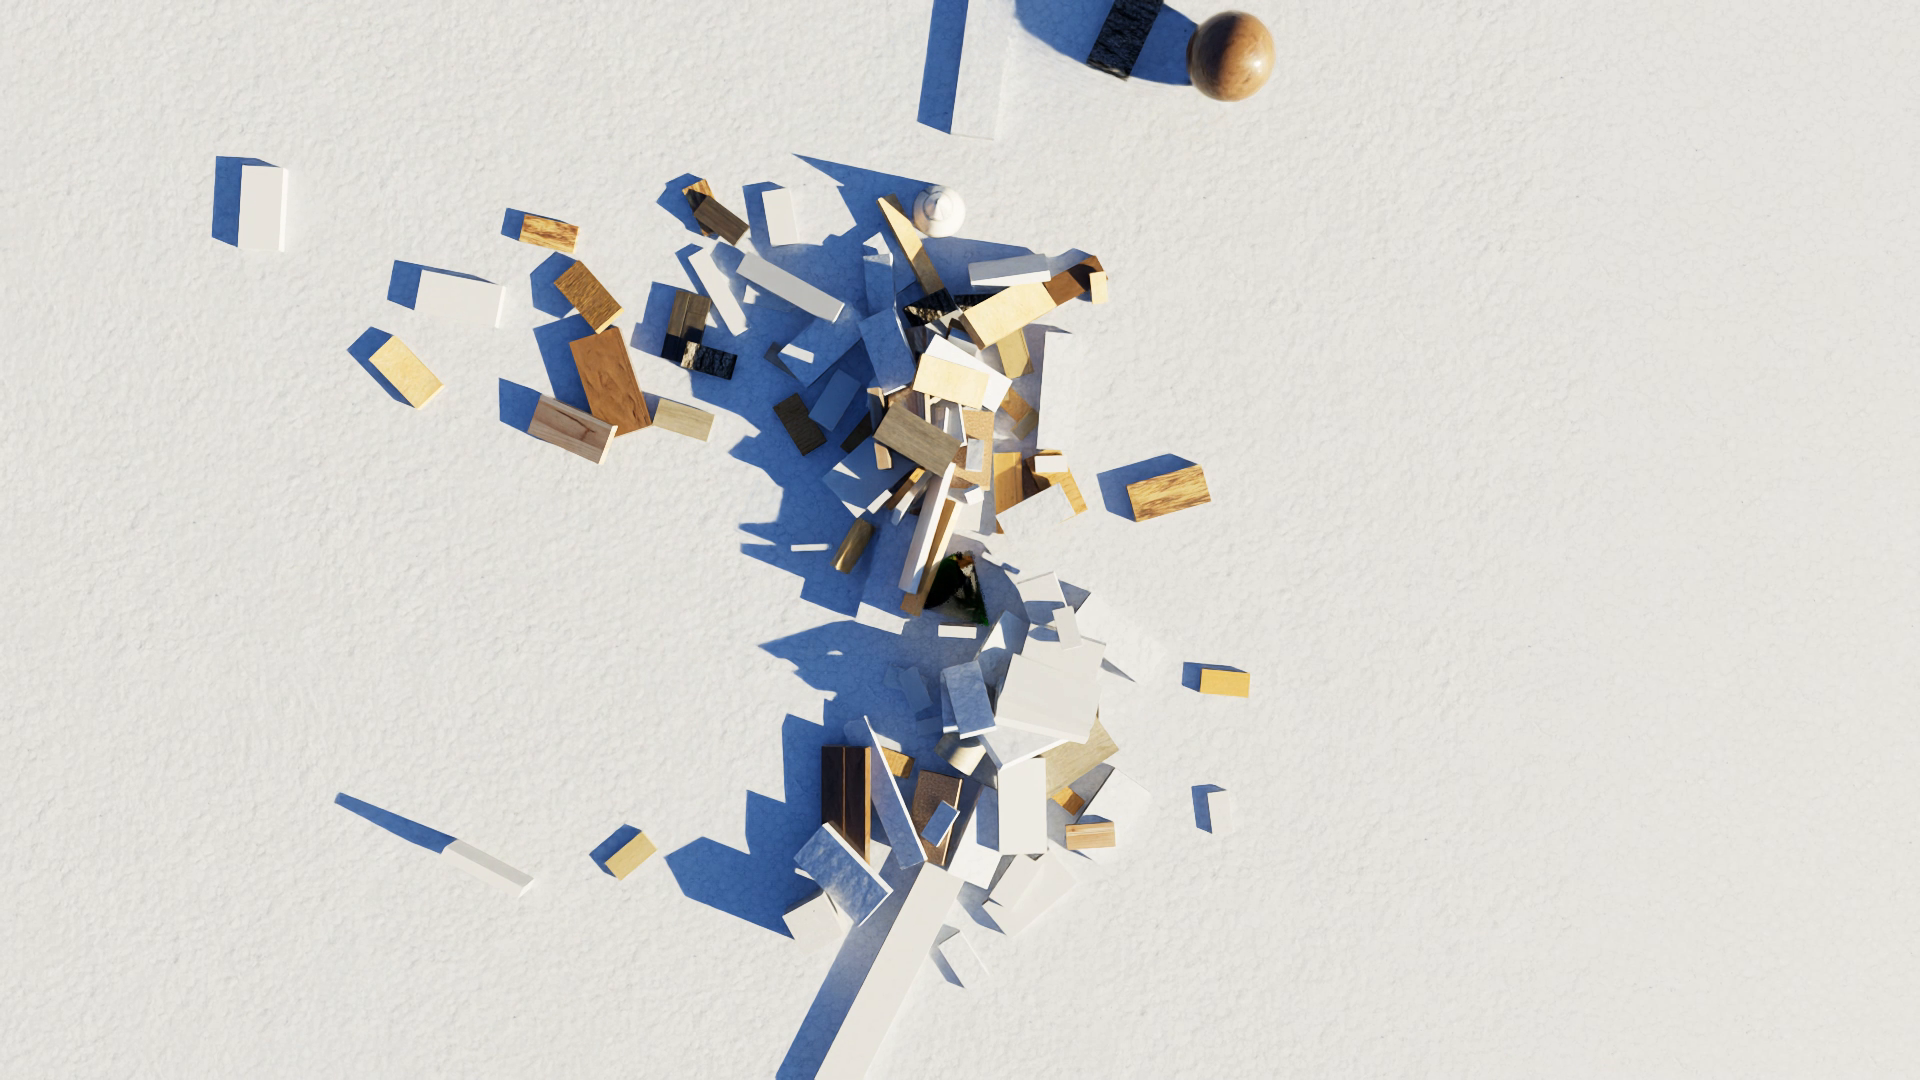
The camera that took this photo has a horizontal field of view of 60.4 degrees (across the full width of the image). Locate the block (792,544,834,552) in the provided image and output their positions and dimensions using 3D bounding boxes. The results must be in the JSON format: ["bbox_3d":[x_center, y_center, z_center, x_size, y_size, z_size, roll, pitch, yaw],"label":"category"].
[{"bbox_3d":[-0.488,0.024,5.466,0.134,0.067,0.019,-2,90,0],"label":"block"}]

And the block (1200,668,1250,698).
[{"bbox_3d":[0.881,0.476,5.489,0.160,0.023,0.080,5,90,0],"label":"block"}]

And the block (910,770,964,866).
[{"bbox_3d":[-0.090,0.916,5.450,0.144,0.041,0.287,11,86,18],"label":"block"}]

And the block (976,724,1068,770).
[{"bbox_3d":[0.214,0.632,5.368,0.293,0.042,0.147,-19,62,-30],"label":"block"}]

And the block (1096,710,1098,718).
[{"bbox_3d":[0.392,0.581,5.490,0.139,0.020,0.069,0,91,0],"label":"block"}]

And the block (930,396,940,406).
[{"bbox_3d":[-0.062,-0.518,5.418,0.184,0.026,0.092,-38,52,-10],"label":"block"}]

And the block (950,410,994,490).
[{"bbox_3d":[0.039,-0.296,5.406,0.131,0.037,0.262,4,72,-1],"label":"block"}]

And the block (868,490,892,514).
[{"bbox_3d":[-0.260,-0.125,5.414,0.086,0.171,0.024,-43,90,0],"label":"block"}]

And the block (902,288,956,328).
[{"bbox_3d":[-0.100,-0.764,5.452,0.161,0.023,0.081,-23,110,18],"label":"block"}]

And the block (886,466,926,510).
[{"bbox_3d":[-0.174,-0.175,5.384,0.026,0.182,0.091,40,48,-3],"label":"block"}]

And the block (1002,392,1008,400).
[{"bbox_3d":[0.092,-0.494,5.475,0.136,0.019,0.068,-4,81,9],"label":"block"}]

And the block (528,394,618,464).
[{"bbox_3d":[-1.281,-0.366,5.449,0.273,0.039,0.136,24,98,9],"label":"block"}]

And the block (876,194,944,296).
[{"bbox_3d":[-0.162,-0.975,5.474,0.070,0.020,0.369,-28,90,-31],"label":"block"}]

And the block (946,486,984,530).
[{"bbox_3d":[0.014,-0.168,5.444,0.131,0.037,0.262,7,90,0],"label":"block"}]

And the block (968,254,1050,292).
[{"bbox_3d":[0.161,-0.883,5.437,0.258,0.129,0.037,-8,126,0],"label":"block"}]

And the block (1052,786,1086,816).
[{"bbox_3d":[0.350,0.854,5.491,0.123,0.017,0.062,40,90,0],"label":"block"}]

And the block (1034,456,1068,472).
[{"bbox_3d":[0.301,-0.251,5.451,0.106,0.015,0.053,-2,87,-8],"label":"block"}]

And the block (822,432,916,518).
[{"bbox_3d":[-0.267,-0.252,5.427,0.345,0.049,0.172,-42,90,0],"label":"block"}]

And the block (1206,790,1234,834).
[{"bbox_3d":[0.865,0.906,5.490,0.069,0.020,0.139,-7,90,0],"label":"block"}]

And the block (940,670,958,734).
[{"bbox_3d":[0.000,0.524,5.404,0.119,0.239,0.034,-5,135,0],"label":"block"}]

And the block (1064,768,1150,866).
[{"bbox_3d":[0.490,0.917,5.479,0.146,0.041,0.292,35,90,0],"label":"block"}]

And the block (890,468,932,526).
[{"bbox_3d":[-0.158,-0.140,5.408,0.027,0.095,0.191,33,58,6],"label":"block"}]

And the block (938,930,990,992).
[{"bbox_3d":[0.012,1.399,5.487,0.090,0.025,0.179,-33,90,0],"label":"block"}]

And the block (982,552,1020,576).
[{"bbox_3d":[0.135,0.077,5.466,0.136,0.068,0.019,27,90,0],"label":"block"}]

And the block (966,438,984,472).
[{"bbox_3d":[0.048,-0.277,5.373,0.053,0.015,0.106,5,72,-1],"label":"block"}]

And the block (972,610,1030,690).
[{"bbox_3d":[0.134,0.363,5.451,0.120,0.034,0.239,32,81,-15],"label":"block"}]

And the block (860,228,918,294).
[{"bbox_3d":[-0.231,-0.925,5.486,0.100,0.028,0.201,-35,90,0],"label":"block"}]

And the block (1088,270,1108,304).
[{"bbox_3d":[0.460,-0.838,5.470,0.052,0.015,0.104,-11,113,-8],"label":"block"}]

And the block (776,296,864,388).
[{"bbox_3d":[-0.447,-0.655,5.455,0.294,0.042,0.147,-42,90,2],"label":"block"}]

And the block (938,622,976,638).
[{"bbox_3d":[-0.009,0.293,5.381,0.119,0.239,0.034,3,90,0],"label":"block"}]

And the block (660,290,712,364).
[{"bbox_3d":[-0.910,-0.704,5.484,0.115,0.033,0.230,14,90,0],"label":"block"}]

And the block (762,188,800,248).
[{"bbox_3d":[-0.597,-1.072,5.487,0.091,0.026,0.183,-10,90,0],"label":"block"}]

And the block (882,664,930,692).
[{"bbox_3d":[-0.181,0.469,5.490,0.142,0.020,0.071,20,90,0],"label":"block"}]

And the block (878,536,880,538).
[{"bbox_3d":[-0.229,0.011,5.493,0.047,0.013,0.094,-38,90,0],"label":"block"}]

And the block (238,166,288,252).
[{"bbox_3d":[-2.316,-1.100,5.481,0.136,0.039,0.273,3,90,0],"label":"block"}]

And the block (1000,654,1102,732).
[{"bbox_3d":[0.297,0.497,5.381,0.314,0.044,0.157,21,51,-3],"label":"block"}]

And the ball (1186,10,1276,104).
[{"bbox_3d":[0.877,-1.569,5.355,0.290,0.290,0.290,0,90,0],"label":"ball"}]

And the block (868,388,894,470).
[{"bbox_3d":[-0.257,-0.358,5.336,0.037,0.130,0.259,-8,90,4],"label":"block"}]

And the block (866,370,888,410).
[{"bbox_3d":[-0.269,-0.499,5.455,0.066,0.019,0.131,-4,67,26],"label":"block"}]

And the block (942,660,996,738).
[{"bbox_3d":[0.030,0.514,5.331,0.119,0.034,0.239,-13,62,-5],"label":"block"}]

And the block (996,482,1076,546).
[{"bbox_3d":[0.249,-0.083,5.439,0.236,0.033,0.118,-27,90,8],"label":"block"}]

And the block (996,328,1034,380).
[{"bbox_3d":[0.176,-0.634,5.487,0.093,0.026,0.185,-16,90,0],"label":"block"}]

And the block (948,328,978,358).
[{"bbox_3d":[0.007,-0.628,5.400,0.100,0.201,0.028,21,74,0],"label":"block"}]

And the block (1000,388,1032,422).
[{"bbox_3d":[0.174,-0.456,5.490,0.136,0.019,0.068,44,90,0],"label":"block"}]

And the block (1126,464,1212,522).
[{"bbox_3d":[0.692,-0.155,5.482,0.256,0.036,0.128,-16,90,0],"label":"block"}]

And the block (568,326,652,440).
[{"bbox_3d":[-1.157,-0.516,5.476,0.172,0.049,0.345,-18,90,0],"label":"block"}]

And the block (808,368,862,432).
[{"bbox_3d":[-0.415,-0.464,5.473,0.095,0.027,0.189,31,83,-3],"label":"block"}]

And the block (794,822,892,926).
[{"bbox_3d":[-0.384,1.096,5.411,0.311,0.044,0.156,44,103,12],"label":"block"}]

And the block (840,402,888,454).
[{"bbox_3d":[-0.221,-0.387,5.476,0.172,0.049,0.345,39,90,0],"label":"block"}]

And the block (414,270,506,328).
[{"bbox_3d":[-1.660,-0.801,5.481,0.273,0.039,0.136,11,90,0],"label":"block"}]

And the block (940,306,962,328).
[{"bbox_3d":[-0.019,-0.733,5.473,0.070,0.020,0.139,-40,95,20],"label":"block"}]

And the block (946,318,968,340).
[{"bbox_3d":[0.006,-0.660,5.399,0.100,0.201,0.028,21,74,1],"label":"block"}]

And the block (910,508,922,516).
[{"bbox_3d":[-0.110,-0.025,5.488,0.085,0.024,0.171,-12,90,0],"label":"block"}]

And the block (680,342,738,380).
[{"bbox_3d":[-0.832,-0.594,5.467,0.170,0.024,0.085,15,90,-15],"label":"block"}]

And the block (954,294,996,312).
[{"bbox_3d":[0.050,-0.782,5.490,0.139,0.020,0.070,-2,90,0],"label":"block"}]

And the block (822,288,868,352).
[{"bbox_3d":[-0.339,-0.701,5.487,0.347,0.026,0.091,35,90,0],"label":"block"}]

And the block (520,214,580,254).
[{"bbox_3d":[-1.365,-1.017,5.487,0.183,0.026,0.091,13,90,0],"label":"block"}]

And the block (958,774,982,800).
[{"bbox_3d":[0.040,0.831,5.491,0.123,0.017,0.062,27,90,0],"label":"block"}]
